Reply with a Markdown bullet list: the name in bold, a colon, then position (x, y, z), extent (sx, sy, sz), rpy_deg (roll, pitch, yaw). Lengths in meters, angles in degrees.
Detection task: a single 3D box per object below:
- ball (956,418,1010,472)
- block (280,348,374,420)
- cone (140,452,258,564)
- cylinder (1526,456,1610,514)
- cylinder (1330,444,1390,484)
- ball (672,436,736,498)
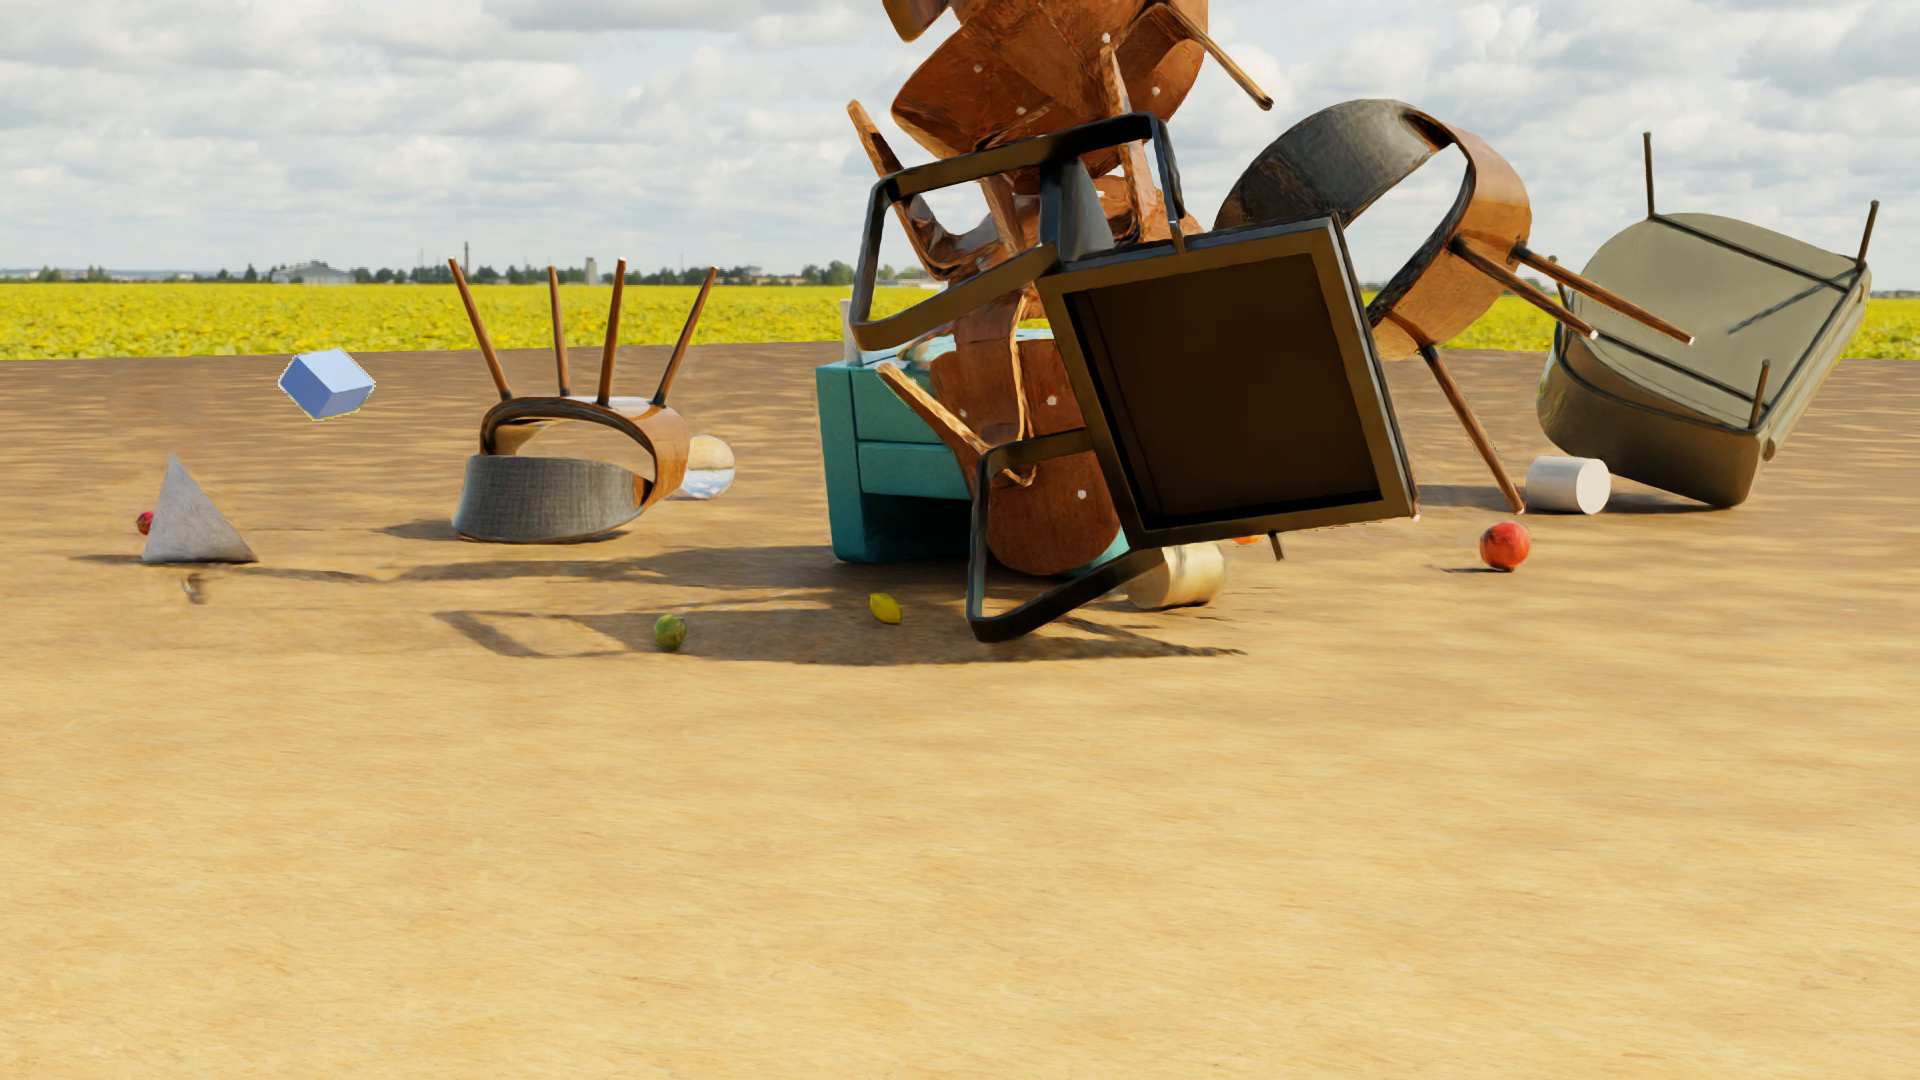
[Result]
- **ball**: position (0.078, -0.316, 8.594), extent (0.182, 0.182, 0.182), rpy_deg (0, 6, 0)
- **block**: position (-1.690, -0.417, 6.847), extent (0.143, 0.096, 0.181), rpy_deg (44, 23, 9)
- **cone**: position (-1.801, -0.012, 5.908), extent (0.212, 0.331, 0.244), rpy_deg (-39, -12, -12)
- **cylinder**: position (1.700, -0.156, 7.173), extent (0.150, 0.155, 0.175), rpy_deg (20, -8, -37)
- **cylinder**: position (1.284, -0.245, 8.241), extent (0.116, 0.113, 0.256), rpy_deg (43, 22, 17)
- **ball**: position (-0.758, -0.217, 7.596), extent (0.188, 0.188, 0.188), rpy_deg (0, 6, 0)
